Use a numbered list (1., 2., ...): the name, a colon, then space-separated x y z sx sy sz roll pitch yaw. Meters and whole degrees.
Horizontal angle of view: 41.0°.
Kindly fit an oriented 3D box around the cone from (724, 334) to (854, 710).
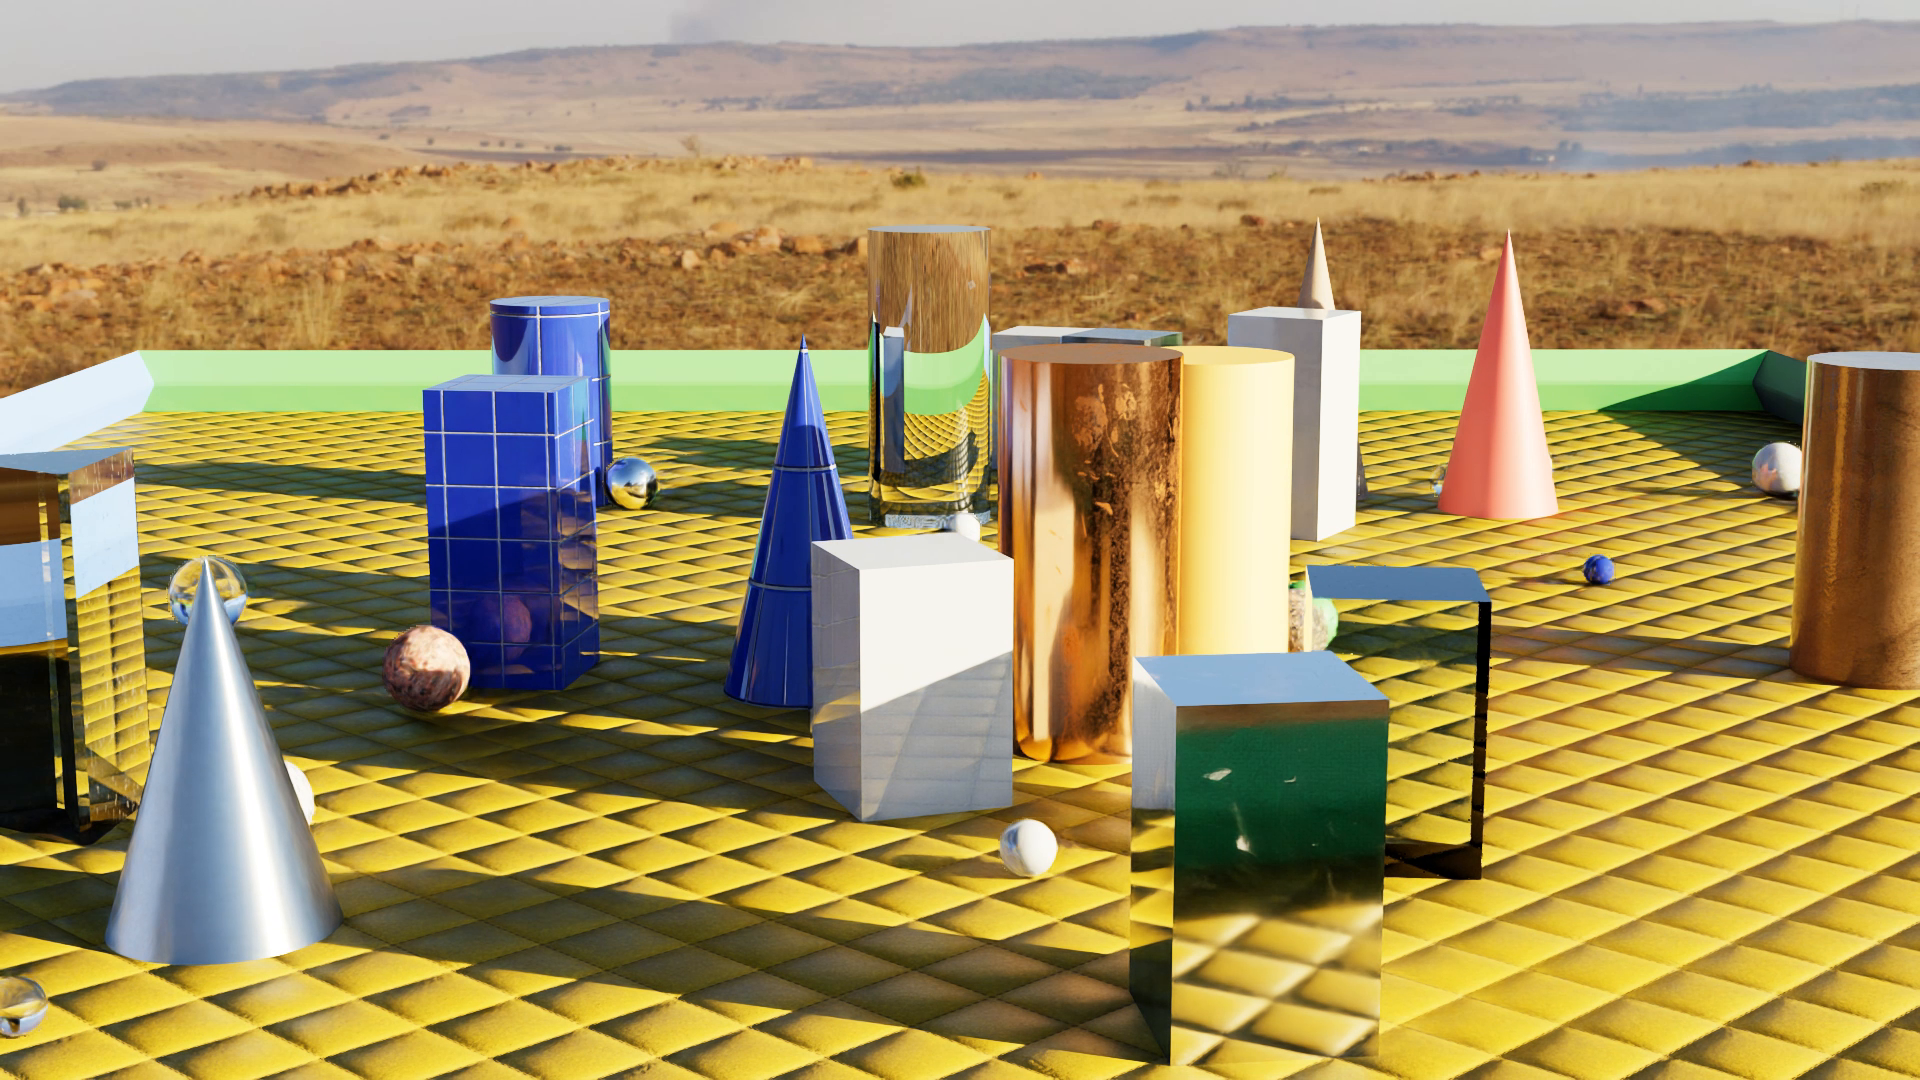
1. cone: -0.181 -0.032 2.995 0.197 0.423 0.197 0 10 0

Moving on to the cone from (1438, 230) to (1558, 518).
1. cone: 0.894 -0.281 4.224 0.197 0.465 0.197 0 10 0

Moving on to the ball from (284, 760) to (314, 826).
1. ball: -0.650 0.247 2.395 0.093 0.093 0.093 0 10 0

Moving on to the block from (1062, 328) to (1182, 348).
1. block: 0.284 -0.229 4.495 0.158 0.265 0.158 6 12 29

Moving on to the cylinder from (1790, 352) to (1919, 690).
1. cylinder: 1.112 -0.027 3.089 0.197 0.379 0.197 0 10 0

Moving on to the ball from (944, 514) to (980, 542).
1. ball: 0.004 -0.013 3.899 0.056 0.056 0.056 0 10 0

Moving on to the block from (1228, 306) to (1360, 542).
1. block: 0.524 -0.186 4.047 0.158 0.344 0.158 6 12 29

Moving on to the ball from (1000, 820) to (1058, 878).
1. ball: 0.062 0.280 2.330 0.052 0.052 0.052 0 10 0

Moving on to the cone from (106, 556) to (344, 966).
1. cone: -0.630 0.172 2.170 0.197 0.323 0.197 0 10 0

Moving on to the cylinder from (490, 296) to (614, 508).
1. cylinder: -0.682 -0.230 4.296 0.197 0.340 0.197 0 10 0

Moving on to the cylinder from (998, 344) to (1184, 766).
1. cylinder: 0.139 0.011 2.761 0.197 0.425 0.197 0 10 0

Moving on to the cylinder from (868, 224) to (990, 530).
1. cylinder: -0.049 -0.265 4.127 0.197 0.469 0.197 0 10 0

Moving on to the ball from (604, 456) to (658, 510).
1. ball: -0.544 -0.094 4.250 0.088 0.088 0.088 0 10 0

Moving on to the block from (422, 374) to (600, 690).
1. block: -0.536 -0.013 3.081 0.158 0.354 0.158 2 11 8

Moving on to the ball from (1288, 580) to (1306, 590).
1. ball: 0.438 0.092 3.267 0.081 0.081 0.081 0 10 0

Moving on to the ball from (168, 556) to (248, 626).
1. ball: -0.976 0.071 3.329 0.099 0.099 0.099 0 10 0

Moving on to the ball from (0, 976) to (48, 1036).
1. ball: -0.717 0.354 1.949 0.045 0.045 0.045 0 10 0

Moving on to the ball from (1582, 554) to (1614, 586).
1. ball: 0.905 0.042 3.638 0.043 0.043 0.043 0 10 0

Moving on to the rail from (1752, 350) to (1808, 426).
1. rail: 1.709 0.031 3.459 0.045 0.128 4.092 0 10 0

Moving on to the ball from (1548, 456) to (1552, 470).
1. ball: 0.995 -0.128 4.473 0.073 0.073 0.073 0 10 0

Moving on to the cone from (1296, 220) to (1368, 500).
1. cone: 0.604 -0.313 4.370 0.197 0.476 0.197 0 10 0

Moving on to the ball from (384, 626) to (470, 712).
1. ball: -0.608 0.147 2.923 0.097 0.097 0.097 0 10 0

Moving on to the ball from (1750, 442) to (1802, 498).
1. ball: 1.397 -0.119 4.372 0.094 0.094 0.094 0 10 0

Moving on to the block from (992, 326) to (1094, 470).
1. block: 0.159 -0.260 4.709 0.158 0.247 0.158 4 11 19

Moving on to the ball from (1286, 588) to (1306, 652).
1. ball: 0.411 0.103 3.188 0.088 0.088 0.088 0 10 0

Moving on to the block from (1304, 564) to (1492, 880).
1. block: 0.401 0.166 2.383 0.158 0.257 0.158 1 11 5

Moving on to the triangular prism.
1. triangular prism: -0.857 0.094 2.498 0.171 0.356 0.148 7 12 32

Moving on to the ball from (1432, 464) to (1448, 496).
1. ball: 0.831 -0.100 4.365 0.058 0.058 0.058 0 10 0

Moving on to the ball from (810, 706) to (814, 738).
1. ball: -0.112 0.190 2.702 0.094 0.094 0.094 0 10 0

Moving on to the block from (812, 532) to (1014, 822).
1. block: -0.049 0.133 2.576 0.158 0.250 0.158 -4 11 -20

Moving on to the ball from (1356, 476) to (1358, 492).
1. ball: 0.608 -0.092 4.221 0.094 0.094 0.094 0 10 0

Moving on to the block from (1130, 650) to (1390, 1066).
1. block: 0.223 0.237 1.952 0.158 0.273 0.158 -1 11 -7

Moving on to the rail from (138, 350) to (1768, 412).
1. rail: -0.012 -0.335 5.437 3.466 0.128 0.045 0 10 0

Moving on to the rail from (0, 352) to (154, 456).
1. rail: -1.709 0.035 3.439 0.045 0.128 4.092 0 10 0

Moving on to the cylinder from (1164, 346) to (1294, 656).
1. cylinder: 0.289 -0.021 3.015 0.197 0.394 0.197 0 10 0
